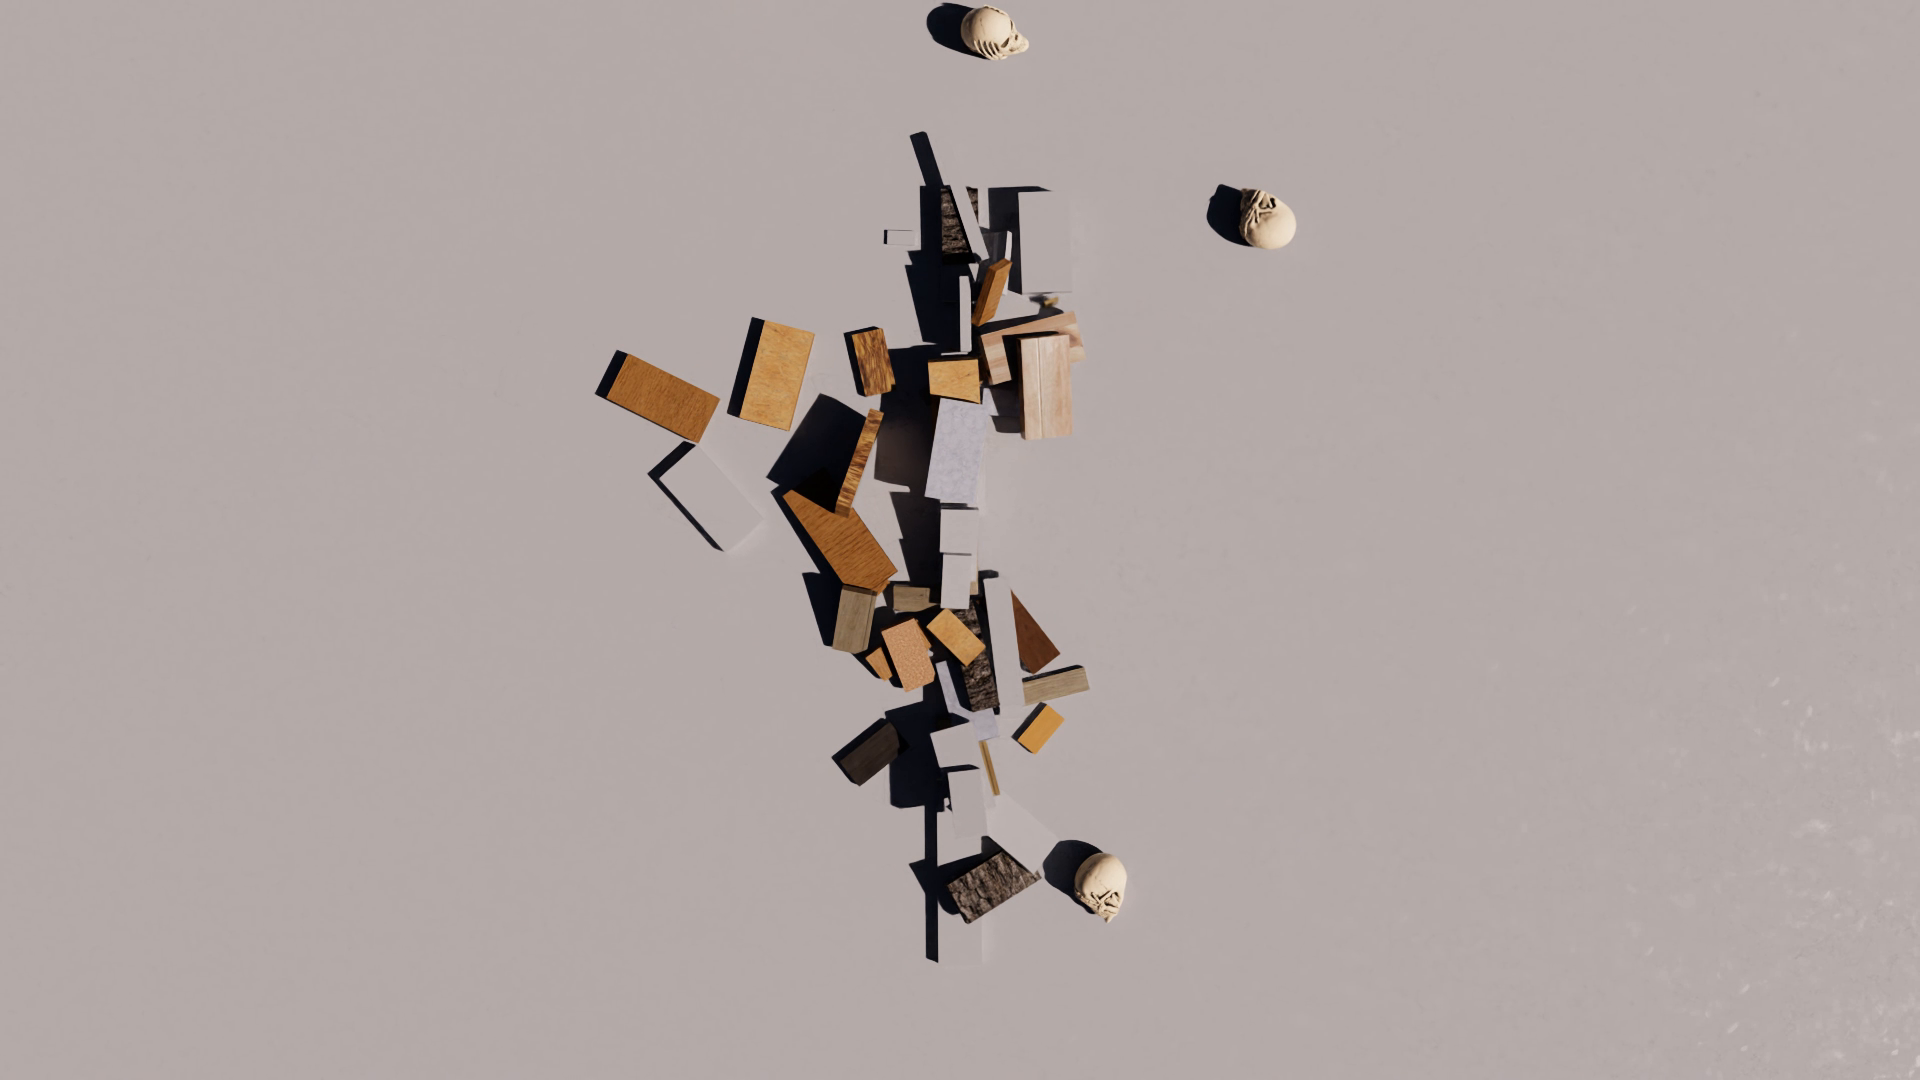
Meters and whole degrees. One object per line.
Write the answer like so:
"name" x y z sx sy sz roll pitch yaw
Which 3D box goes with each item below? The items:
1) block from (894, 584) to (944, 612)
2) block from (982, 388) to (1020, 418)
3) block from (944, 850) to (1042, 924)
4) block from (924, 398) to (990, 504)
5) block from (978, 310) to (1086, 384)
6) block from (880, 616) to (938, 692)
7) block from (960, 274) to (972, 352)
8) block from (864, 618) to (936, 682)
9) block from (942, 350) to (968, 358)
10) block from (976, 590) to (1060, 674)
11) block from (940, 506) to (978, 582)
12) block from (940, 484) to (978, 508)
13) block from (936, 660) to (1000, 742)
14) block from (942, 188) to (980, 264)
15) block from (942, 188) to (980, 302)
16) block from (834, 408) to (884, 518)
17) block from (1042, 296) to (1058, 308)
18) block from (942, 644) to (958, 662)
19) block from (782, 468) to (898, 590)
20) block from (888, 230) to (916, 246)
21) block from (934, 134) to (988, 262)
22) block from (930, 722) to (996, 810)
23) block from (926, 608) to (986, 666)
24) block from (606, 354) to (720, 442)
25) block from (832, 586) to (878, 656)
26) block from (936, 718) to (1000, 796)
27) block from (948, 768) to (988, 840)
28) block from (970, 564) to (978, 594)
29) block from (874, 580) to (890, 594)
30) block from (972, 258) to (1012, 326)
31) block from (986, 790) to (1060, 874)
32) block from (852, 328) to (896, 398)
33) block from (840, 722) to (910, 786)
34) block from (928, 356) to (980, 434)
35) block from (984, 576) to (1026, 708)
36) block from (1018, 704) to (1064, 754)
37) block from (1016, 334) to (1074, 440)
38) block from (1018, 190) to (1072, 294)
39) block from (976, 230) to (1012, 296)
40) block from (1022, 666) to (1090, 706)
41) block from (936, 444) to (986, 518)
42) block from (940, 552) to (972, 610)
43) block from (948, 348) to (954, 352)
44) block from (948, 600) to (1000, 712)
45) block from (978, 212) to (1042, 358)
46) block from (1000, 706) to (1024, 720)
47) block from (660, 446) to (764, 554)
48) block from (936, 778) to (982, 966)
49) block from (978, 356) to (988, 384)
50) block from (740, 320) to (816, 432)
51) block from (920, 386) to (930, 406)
"block" -0.134 0.194 5.466 0.169 0.024 0.085 2 108 6
"block" 0.162 -0.453 5.488 0.174 0.025 0.087 5 90 0
"block" 0.110 1.126 5.439 0.290 0.041 0.145 -29 90 -17
"block" -0.009 -0.288 5.350 0.161 0.046 0.322 9 94 -1
"block" 0.237 -0.633 5.430 0.329 0.047 0.165 -16 97 -13
"block" -0.168 0.377 5.446 0.115 0.033 0.230 -22 107 -5
"block" 0.018 -0.747 5.414 0.034 0.122 0.243 -1 103 1
"block" -0.199 0.363 5.469 0.213 0.030 0.107 -37 108 0
"block" -0.013 -0.537 5.446 0.087 0.025 0.174 -4 111 0
"block" 0.194 0.290 5.484 0.115 0.033 0.310 -38 90 0
"block" -0.004 0.013 5.393 0.122 0.035 0.245 1 108 -1
"block" -0.004 -0.093 5.432 0.122 0.035 0.245 -1 108 0
"block" 0.025 0.528 5.445 0.143 0.040 0.285 -16 76 0
"block" 0.001 -1.036 5.448 0.121 0.034 0.243 -1 90 1
"block" 0.001 -0.980 5.483 0.122 0.034 0.375 1 90 0
"block" -0.329 -0.249 5.382 0.047 0.167 0.334 19 78 -2
"block" 0.300 -0.785 5.454 0.046 0.093 0.013 -18 91 0
"block" -0.021 0.359 5.470 0.046 0.013 0.092 -32 63 -9
"block" -0.396 -0.021 5.458 0.167 0.047 0.422 -36 85 1
"block" -0.195 -1.006 5.493 0.093 0.013 0.046 2 90 0
"block" 0.007 -1.123 5.424 0.046 0.013 0.428 -18 90 1
"block" 0.011 0.747 5.364 0.143 0.040 0.285 -16 85 0
"block" -0.013 0.319 5.419 0.185 0.026 0.092 44 80 7
"block" -0.984 -0.470 5.476 0.332 0.047 0.166 26 90 0
"block" -0.347 0.265 5.433 0.115 0.033 0.230 11 117 0
"block" 0.027 0.718 5.438 0.143 0.040 0.285 -15 72 0
"block" 0.026 0.850 5.320 0.107 0.030 0.213 -7 85 1
"block" -0.002 0.060 5.445 0.122 0.035 0.245 0 108 0
"block" -0.321 0.113 5.488 0.169 0.024 0.085 43 90 0
"block" 0.102 -0.802 5.348 0.030 0.105 0.210 32 128 16
"block" 0.172 0.952 5.440 0.290 0.041 0.145 41 73 -3
"block" -0.284 -0.589 5.485 0.105 0.030 0.210 -13 90 0
"block" -0.283 0.711 5.485 0.213 0.030 0.107 -38 90 0
"block" -0.014 -0.437 5.420 0.161 0.046 0.322 -4 111 0
"block" 0.146 0.337 5.449 0.085 0.024 0.428 -7 88 1
"block" 0.270 0.631 5.489 0.077 0.022 0.154 40 90 0
"block" 0.279 -0.503 5.410 0.166 0.047 0.332 -8 107 -16
"block" 0.280 -0.978 5.430 0.165 0.047 0.329 -2 90 0
"block" 0.113 -0.910 5.446 0.105 0.030 0.210 1 83 37
"block" 0.306 0.489 5.489 0.241 0.022 0.077 -14 90 0
"block" 0.002 -0.237 5.433 0.161 0.046 0.322 -1 106 0
"block" -0.012 0.134 5.401 0.092 0.026 0.185 3 108 -1
"block" -0.041 -0.577 5.476 0.058 0.016 0.115 34 90 0
"block" 0.041 0.382 5.434 0.092 0.026 0.359 -14 79 -5
"block" 0.192 -0.822 5.477 0.165 0.047 0.499 14 90 0
"block" 0.167 0.513 5.467 0.077 0.022 0.154 -4 88 1
"block" -0.823 -0.135 5.476 0.166 0.047 0.332 -42 90 0
"block" -0.002 1.102 5.479 0.145 0.041 0.616 -1 90 0
"block" 0.078 -0.574 5.451 0.058 0.016 0.115 37 109 -8
"block" -0.606 -0.544 5.476 0.167 0.047 0.334 15 90 0
"block" -0.072 -0.499 5.492 0.115 0.016 0.058 -30 90 0
